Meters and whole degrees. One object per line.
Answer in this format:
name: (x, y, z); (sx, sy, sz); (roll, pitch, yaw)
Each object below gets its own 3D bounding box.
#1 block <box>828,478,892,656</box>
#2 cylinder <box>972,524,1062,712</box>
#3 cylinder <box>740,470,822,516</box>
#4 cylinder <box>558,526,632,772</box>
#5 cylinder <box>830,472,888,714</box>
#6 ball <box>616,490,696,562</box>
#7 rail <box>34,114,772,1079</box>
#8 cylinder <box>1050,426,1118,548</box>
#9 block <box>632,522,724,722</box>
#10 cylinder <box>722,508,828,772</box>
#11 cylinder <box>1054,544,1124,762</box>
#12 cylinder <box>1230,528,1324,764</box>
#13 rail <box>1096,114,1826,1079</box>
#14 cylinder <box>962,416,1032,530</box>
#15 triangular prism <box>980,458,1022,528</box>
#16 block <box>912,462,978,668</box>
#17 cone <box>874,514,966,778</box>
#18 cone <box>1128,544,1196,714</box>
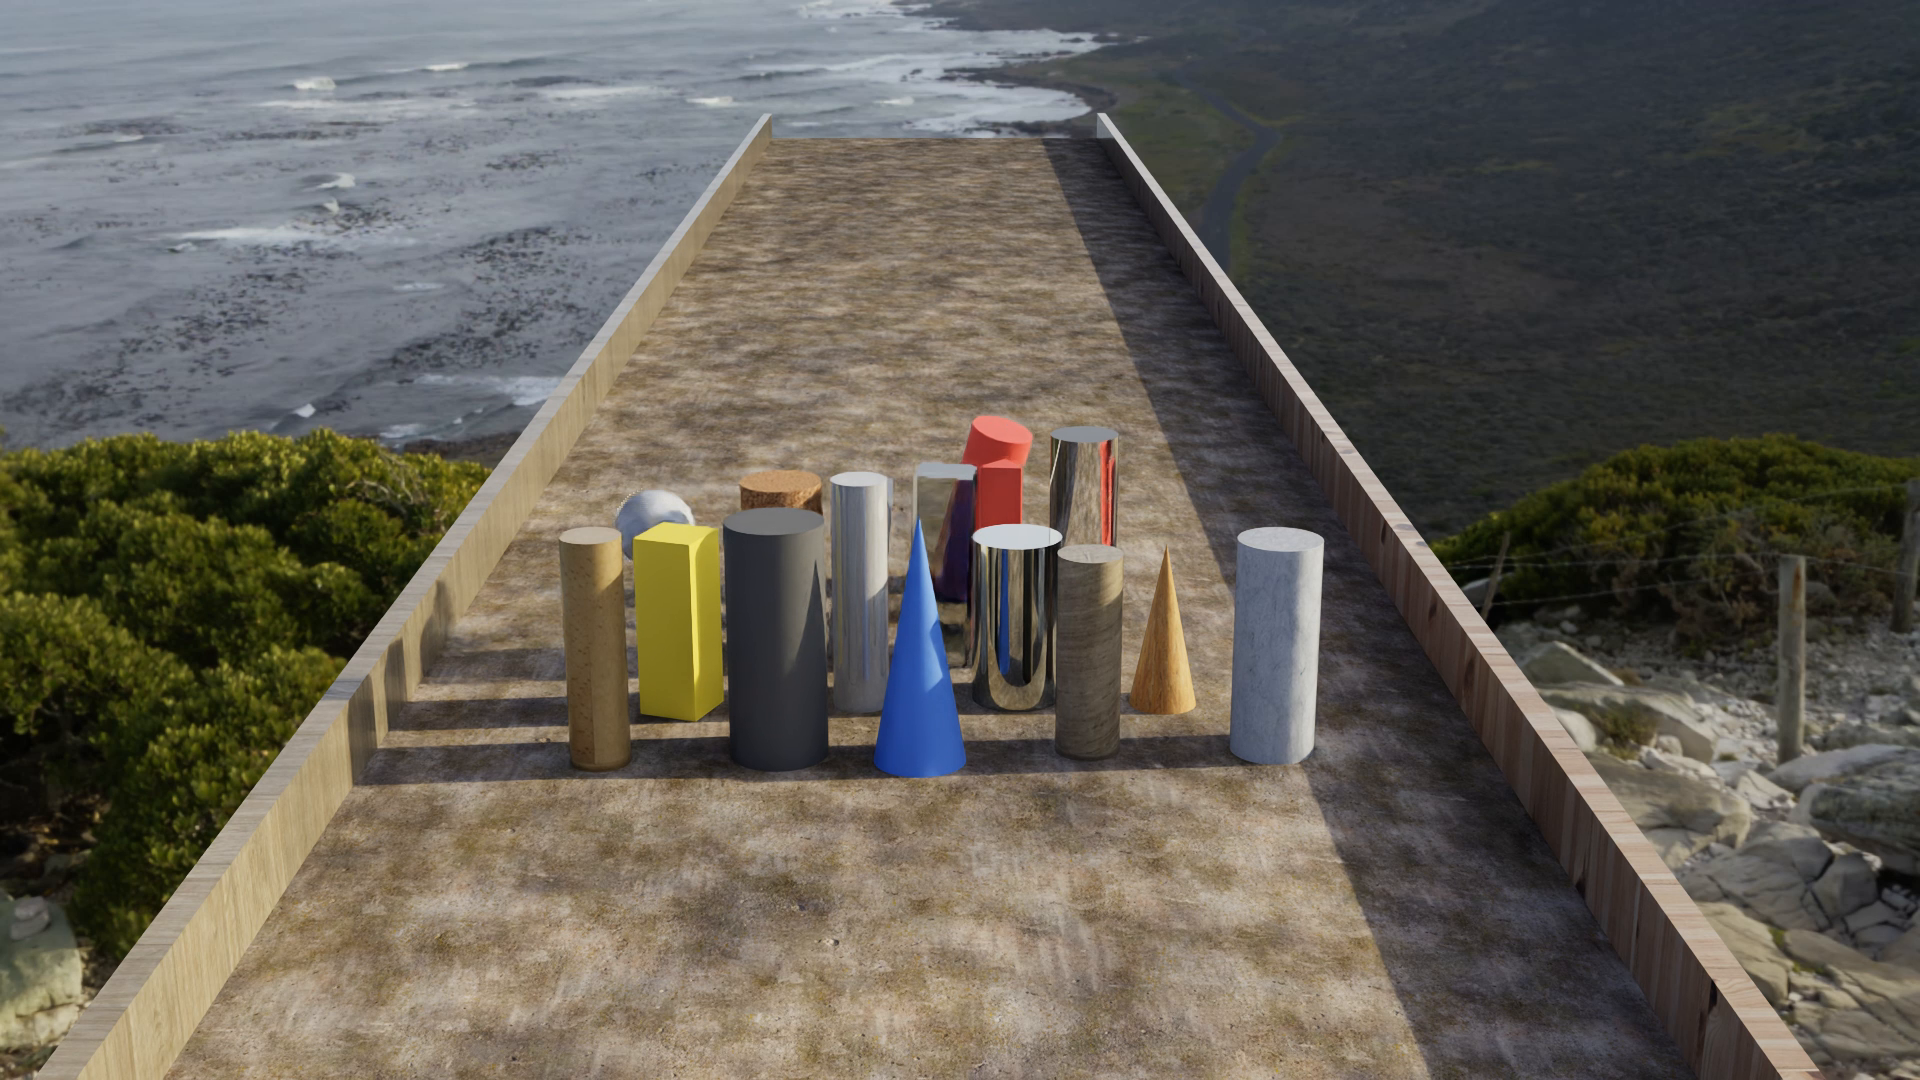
block: (-0.200, 0.055, 4.377); (0.105, 0.357, 0.105); (4, 30, -4)
cylinder: (0.107, 0.147, 4.172); (0.170, 0.320, 0.170); (0, 17, 0)
cylinder: (-0.353, 0.057, 4.394); (0.161, 0.363, 0.161); (0, 18, 0)
cylinder: (-0.638, 0.192, 3.848); (0.107, 0.418, 0.107); (0, 17, 0)
cylinder: (-0.187, 0.099, 4.120); (0.106, 0.441, 0.106); (0, 17, 0)
ball: (-0.618, -0.022, 4.464); (0.161, 0.161, 0.161); (0, 17, 0)
rail: (-1.118, -0.838, 7.780); (0.050, 0.150, 12.000); (0, 17, -1)
cylinder: (0.245, 0.011, 4.387); (0.135, 0.457, 0.135); (0, 17, 0)
block: (-0.525, 0.152, 4.113); (0.116, 0.343, 0.116); (6, 18, 20)
cylinder: (-0.323, 0.174, 3.882); (0.176, 0.433, 0.176); (0, 17, 0)
cylinder: (0.229, 0.200, 3.907); (0.117, 0.369, 0.117); (0, 17, 0)
cylinder: (0.561, 0.187, 3.905); (0.151, 0.394, 0.151); (0, 17, 0)
rail: (0.932, -0.844, 7.801); (0.050, 0.150, 12.000); (0, 17, -1)
cylinder: (0.048, -0.082, 4.831); (0.134, 0.359, 0.134); (13, 25, -6)
triangular prism: (0.091, -0.003, 4.656); (0.088, 0.331, 0.076); (2, 17, 8)
block: (-0.035, 0.049, 4.374); (0.114, 0.387, 0.114); (4, 17, 5)
cone: (-0.071, 0.172, 3.847); (0.166, 0.457, 0.166); (0, 17, 0)
cone: (0.385, 0.158, 4.141); (0.128, 0.316, 0.128); (0, 17, 0)
